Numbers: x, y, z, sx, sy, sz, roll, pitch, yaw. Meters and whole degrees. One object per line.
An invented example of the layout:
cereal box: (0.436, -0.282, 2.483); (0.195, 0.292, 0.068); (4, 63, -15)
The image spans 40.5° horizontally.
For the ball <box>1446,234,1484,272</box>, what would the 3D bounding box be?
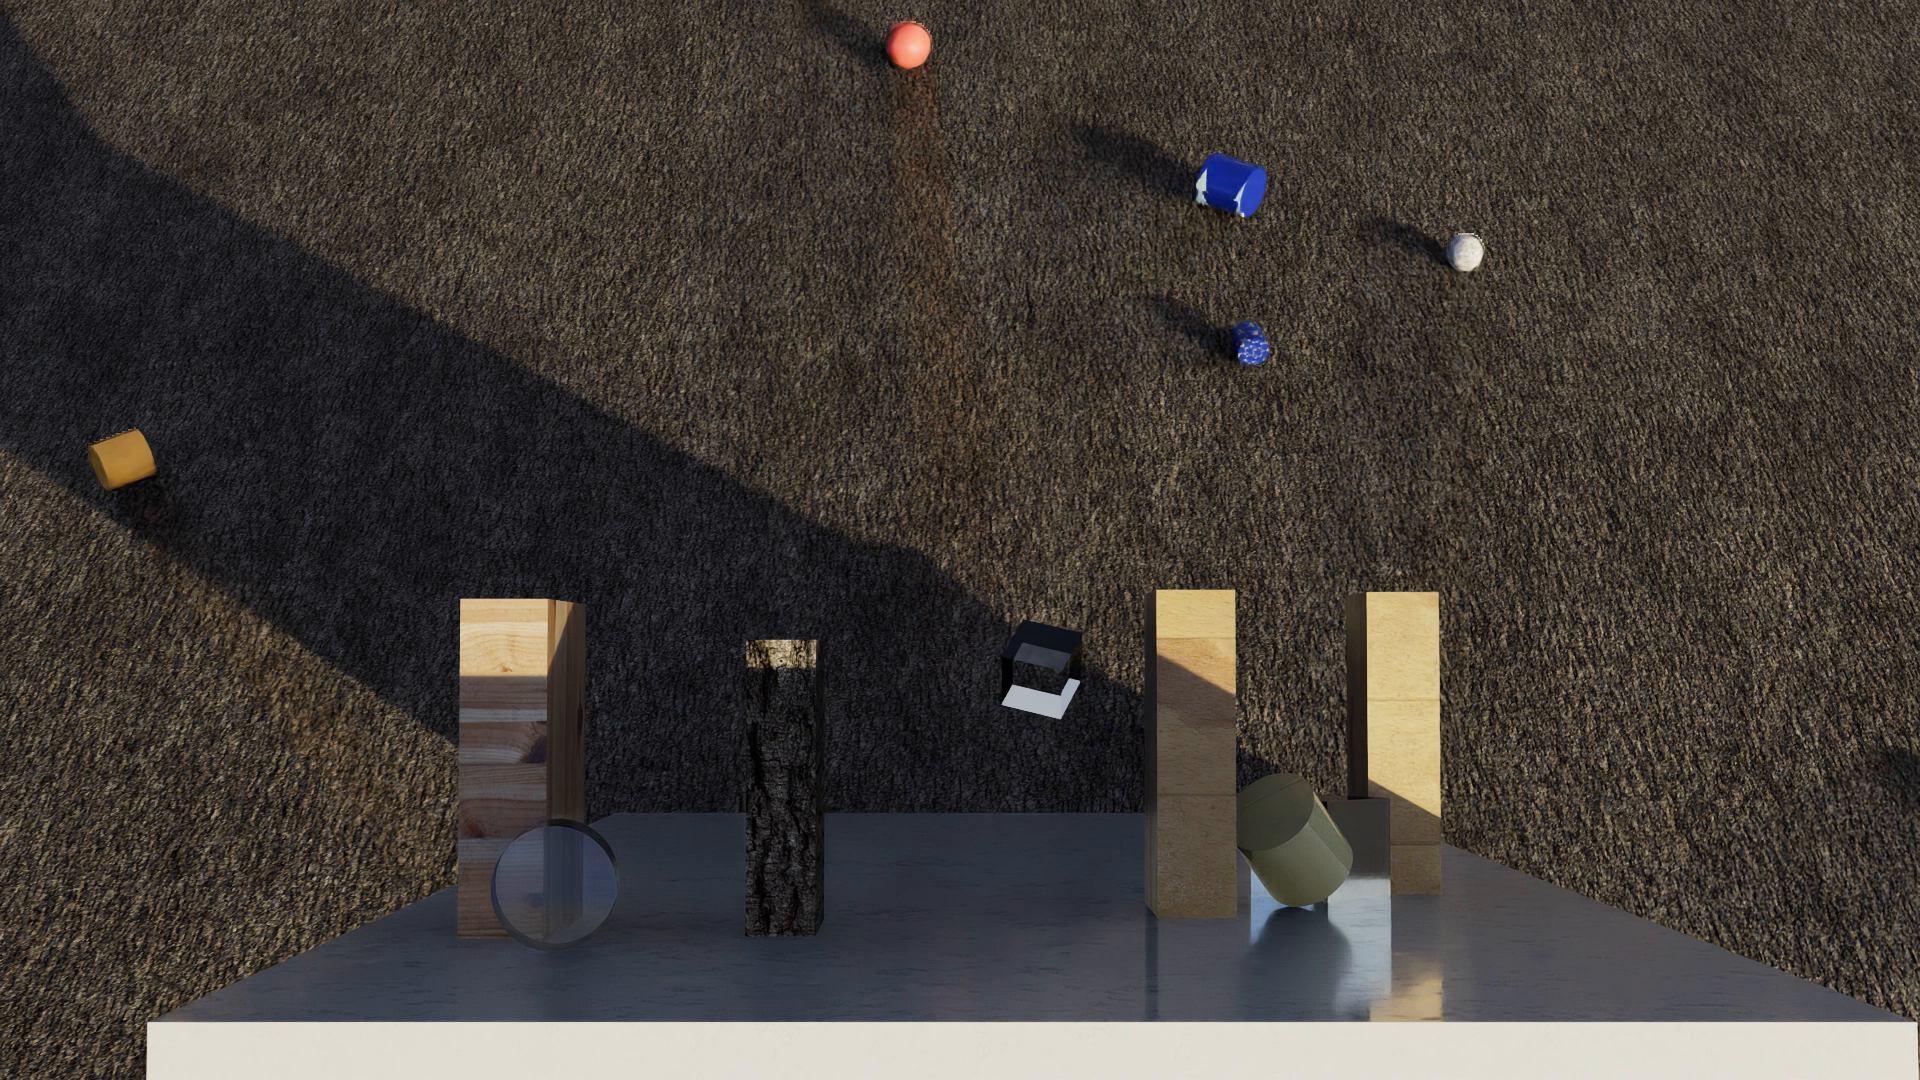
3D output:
ball: (1.798, -1.021, 9.263); (0.129, 0.129, 0.129); (0, 37, 0)

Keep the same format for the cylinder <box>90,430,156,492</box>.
cylinder: (-2.648, -0.251, 8.226); (0.153, 0.153, 0.153); (-23, 43, -27)

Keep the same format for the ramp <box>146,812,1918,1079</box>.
ramp: (0.082, 0.686, 4.936); (2.000, 0.100, 4.000); (0, -3, 0)

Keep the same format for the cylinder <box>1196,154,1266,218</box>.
cylinder: (0.997, -1.305, 9.588); (0.188, 0.188, 0.188); (22, 43, 27)

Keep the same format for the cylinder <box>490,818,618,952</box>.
cylinder: (-0.580, 0.493, 3.736); (0.176, 0.176, 0.176); (-5, -2, -7)

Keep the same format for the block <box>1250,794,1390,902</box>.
block: (0.624, 0.531, 4.506); (0.170, 0.170, 0.170); (2, -4, -43)

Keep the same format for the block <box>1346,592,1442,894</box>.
block: (0.776, 0.360, 4.669); (0.126, 0.527, 0.243); (0, -3, 0)

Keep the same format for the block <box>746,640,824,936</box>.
block: (-0.266, 0.373, 3.981); (0.103, 0.438, 0.254); (0, -3, 0)

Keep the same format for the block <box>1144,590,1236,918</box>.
block: (0.376, 0.345, 4.268); (0.125, 0.520, 0.273); (0, -3, 0)

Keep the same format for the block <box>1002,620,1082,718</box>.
block: (0.232, 0.366, 7.391); (0.179, 0.179, 0.179); (13, 39, 16)

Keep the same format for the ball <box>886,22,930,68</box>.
ball: (-0.209, -1.995, 10.505); (0.181, 0.181, 0.181); (0, 37, 0)

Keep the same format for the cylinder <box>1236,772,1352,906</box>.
cylinder: (0.546, 0.496, 4.305); (0.158, 0.158, 0.158); (-22, 38, 19)

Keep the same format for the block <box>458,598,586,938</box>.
block: (-0.673, 0.345, 4.024); (0.129, 0.498, 0.393); (0, -3, 0)
